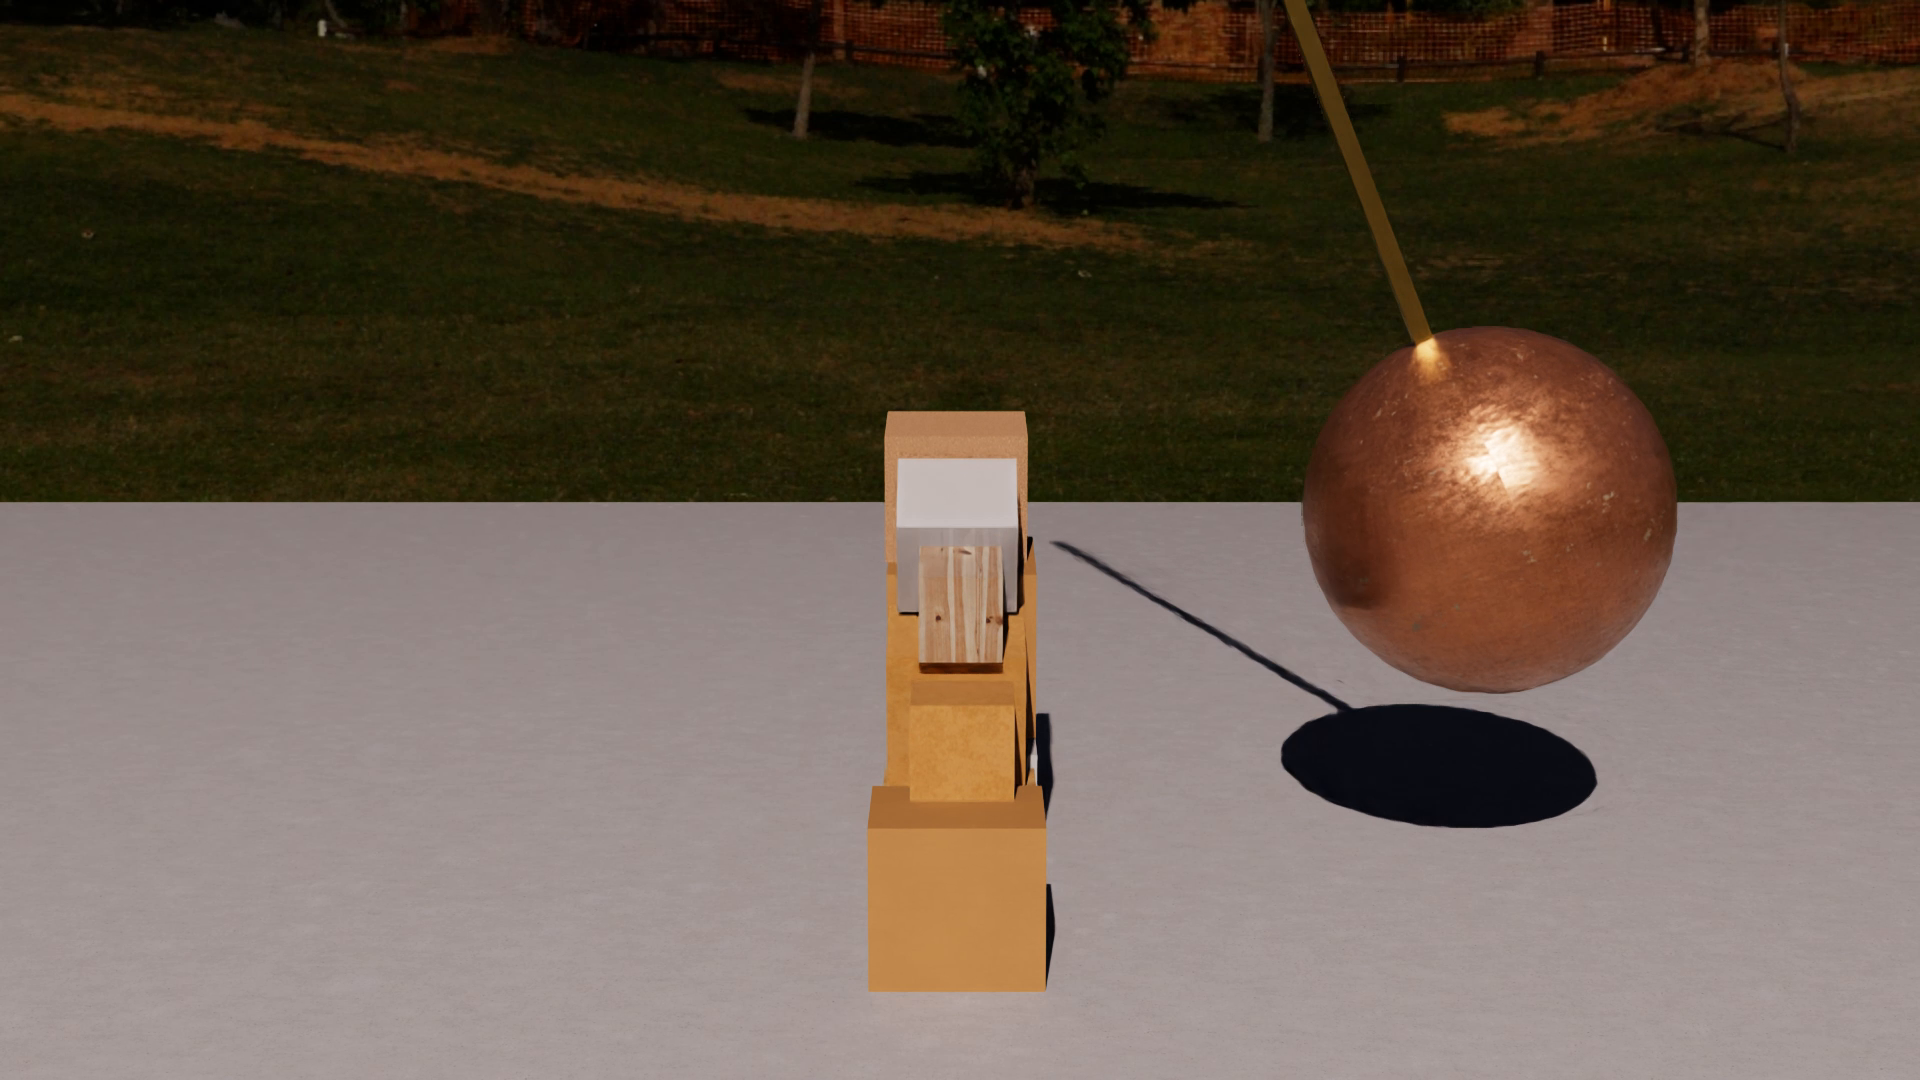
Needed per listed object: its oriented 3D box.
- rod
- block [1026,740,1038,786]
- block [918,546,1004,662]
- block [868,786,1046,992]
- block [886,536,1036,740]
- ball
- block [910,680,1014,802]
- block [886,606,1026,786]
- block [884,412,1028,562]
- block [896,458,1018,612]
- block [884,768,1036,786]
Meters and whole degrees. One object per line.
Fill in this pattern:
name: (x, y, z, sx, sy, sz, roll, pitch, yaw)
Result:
rod: (0.994, -3.222, 10.595, 0.080, 5.200, 0.080, -22, 10, 4)
block: (0.018, 1.175, 11.354, 0.627, 0.625, 0.617, 0, 10, 0)
block: (0.002, 0.263, 10.543, 0.341, 0.370, 0.372, 0, 20, 0)
block: (-0.012, 1.374, 10.175, 0.686, 0.656, 0.599, 0, 10, 0)
block: (0.008, 0.429, 11.499, 0.648, 0.746, 0.682, 0, 14, 0)
ball: (2.295, -0.131, 11.157, 1.600, 1.600, 1.600, 0, 10, 0)
block: (0.009, 0.808, 10.348, 0.414, 0.395, 0.419, 0, 10, 0)
block: (-0.015, 0.657, 10.862, 0.574, 0.590, 0.584, 0, 20, 0)
block: (-0.017, -0.243, 11.484, 0.623, 0.565, 0.555, 0, 14, 0)
block: (-0.012, -0.020, 10.912, 0.504, 0.475, 0.448, 0, 41, 0)
block: (-0.002, 1.310, 10.766, 0.640, 0.571, 0.568, 0, 10, 0)
